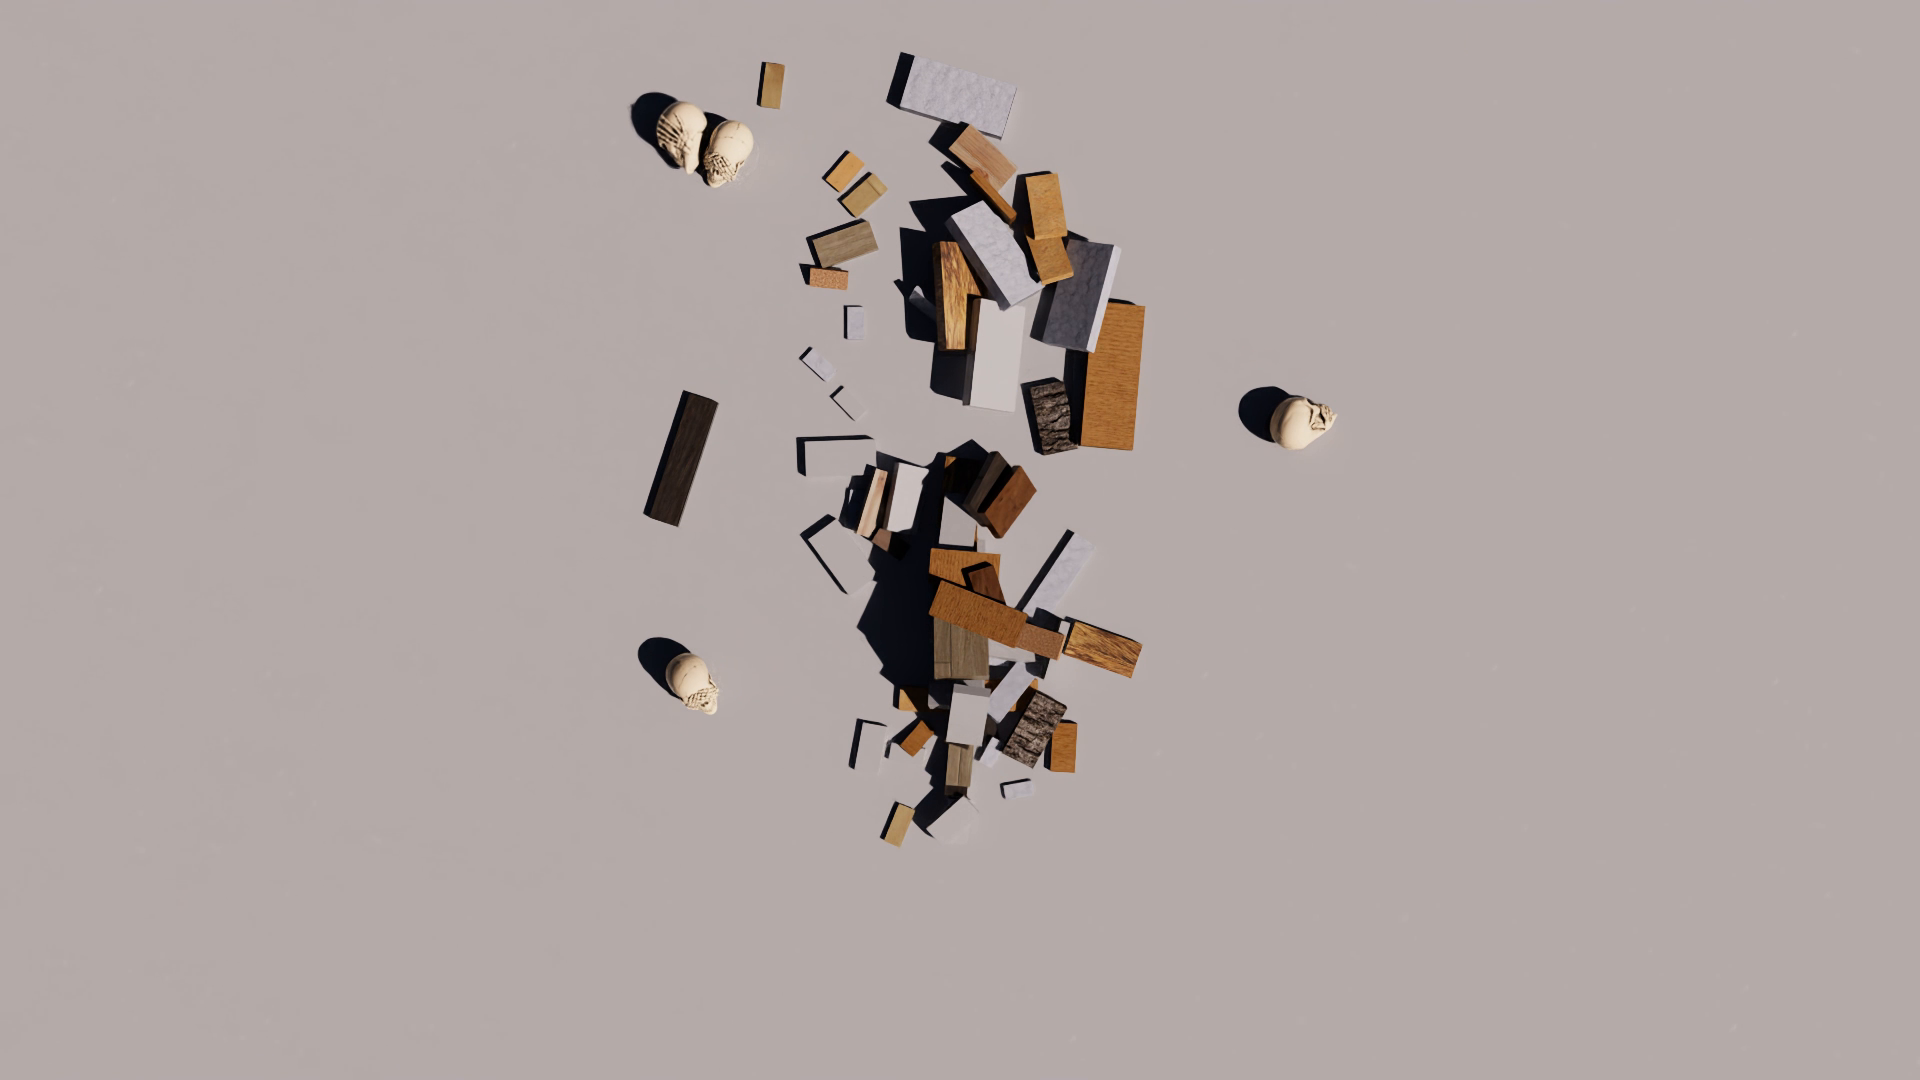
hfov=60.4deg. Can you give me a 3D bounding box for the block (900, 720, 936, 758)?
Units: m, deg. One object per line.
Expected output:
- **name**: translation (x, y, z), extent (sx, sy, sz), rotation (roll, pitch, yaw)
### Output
- **block**: translation (-0.139, 0.659, 5.481), extent (0.058, 0.016, 0.116), rotation (41, 81, 5)

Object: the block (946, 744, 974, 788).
- **block**: translation (0.000, 0.732, 5.459), extent (0.082, 0.023, 0.165), rotation (5, 76, 0)

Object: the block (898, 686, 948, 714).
- **block**: translation (-0.119, 0.530, 5.488), extent (0.163, 0.023, 0.081), rotation (3, 90, 0)

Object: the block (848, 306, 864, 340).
- **block**: translation (-0.347, -0.721, 5.492), extent (0.054, 0.015, 0.108), rotation (0, 90, 0)

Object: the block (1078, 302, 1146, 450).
- **block**: translation (0.502, -0.543, 5.464), extent (0.176, 0.050, 0.477), rotation (5, 90, -6)

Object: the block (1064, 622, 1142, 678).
- **block**: translation (0.476, 0.364, 5.483), extent (0.236, 0.033, 0.118), rotation (20, 90, 0)

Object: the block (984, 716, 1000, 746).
- **block**: translation (0.098, 0.630, 5.493), extent (0.048, 0.014, 0.096), rotation (-15, 90, 0)

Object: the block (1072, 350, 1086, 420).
- **block**: translation (0.409, -0.532, 5.488), extent (0.062, 0.017, 0.258), rotation (2, 90, -5)

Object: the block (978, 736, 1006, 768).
- **block**: translation (0.106, 0.705, 5.484), extent (0.048, 0.014, 0.096), rotation (27, 97, -7)

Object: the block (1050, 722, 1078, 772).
- **block**: translation (0.345, 0.690, 5.488), extent (0.081, 0.023, 0.163), rotation (3, 90, 0)

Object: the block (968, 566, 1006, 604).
- **block**: translation (0.093, 0.175, 5.295), extent (0.085, 0.024, 0.170), rotation (-18, 85, -1)

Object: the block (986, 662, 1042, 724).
- **block**: translation (0.169, 0.489, 5.433), extent (0.079, 0.022, 0.243), rotation (38, 67, 6)

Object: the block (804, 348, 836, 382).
- **block**: translation (-0.467, -0.582, 5.492), extent (0.108, 0.015, 0.054), rotation (42, 90, 0)

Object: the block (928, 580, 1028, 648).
- **block**: translation (0.058, 0.236, 5.263), extent (0.297, 0.033, 0.117), rotation (21, 92, 11)

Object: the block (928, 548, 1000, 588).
- **block**: translation (0.015, 0.093, 5.332), extent (0.225, 0.032, 0.112), rotation (5, 85, 1)

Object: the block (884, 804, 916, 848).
- **block**: translation (-0.201, 0.950, 5.492), extent (0.058, 0.016, 0.134), rotation (22, 90, 0)

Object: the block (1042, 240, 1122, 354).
- **block**: translation (0.400, -0.804, 5.429), extent (0.176, 0.050, 0.352), rotation (15, 90, 35)

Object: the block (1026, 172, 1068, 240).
- **block**: translation (0.286, -1.104, 5.458), extent (0.107, 0.030, 0.214), rotation (-8, 75, 0)

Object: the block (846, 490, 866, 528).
- **block**: translation (-0.341, -0.103, 5.491), extent (0.062, 0.017, 0.123), rotation (6, 90, 0)

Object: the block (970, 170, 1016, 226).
- **block**: translation (0.109, -1.131, 5.450), extent (0.028, 0.099, 0.197), rotation (-43, 90, -2)

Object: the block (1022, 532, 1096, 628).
- **block**: translation (0.325, 0.136, 5.488), extent (0.085, 0.024, 0.329), rotation (34, 90, 0)

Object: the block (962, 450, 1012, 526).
- **block**: translation (0.098, -0.168, 5.403), extent (0.114, 0.032, 0.229), rotation (49, 55, -33)

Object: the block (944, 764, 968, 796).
- **block**: translation (-0.008, 0.774, 5.473), extent (0.075, 0.021, 0.149), rotation (5, 77, 0)

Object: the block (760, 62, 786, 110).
- **block**: translation (-0.623, -1.511, 5.491), extent (0.063, 0.018, 0.145), rotation (7, 90, 0)

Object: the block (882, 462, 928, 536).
- **block**: translation (-0.180, -0.135, 5.454), extent (0.112, 0.032, 0.225), rotation (12, 88, -31)

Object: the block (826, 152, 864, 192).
- **block**: translation (-0.382, -1.225, 5.491), extent (0.063, 0.018, 0.125), rotation (41, 90, 0)

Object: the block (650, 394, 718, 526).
- **block**: translation (-0.917, -0.265, 5.486), extent (0.099, 0.028, 0.434), rotation (18, 90, 0)

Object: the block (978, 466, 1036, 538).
- **block**: translation (0.156, -0.126, 5.404), extent (0.229, 0.032, 0.114), rotation (-53, 124, -29)

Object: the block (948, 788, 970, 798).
- **block**: translation (-0.003, 0.876, 5.489), extent (0.075, 0.021, 0.149), rotation (1, 90, 0)

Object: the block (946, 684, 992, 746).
- **block**: translation (0.026, 0.567, 5.325), extent (0.118, 0.285, 0.033), rotation (8, 50, 0)

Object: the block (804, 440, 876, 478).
- **block**: translation (-0.395, -0.272, 5.483), extent (0.234, 0.033, 0.117), rotation (-2, 90, 0)

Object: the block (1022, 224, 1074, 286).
- **block**: translation (0.291, -0.954, 5.450), extent (0.107, 0.030, 0.214), rotation (-17, 71, 0)
